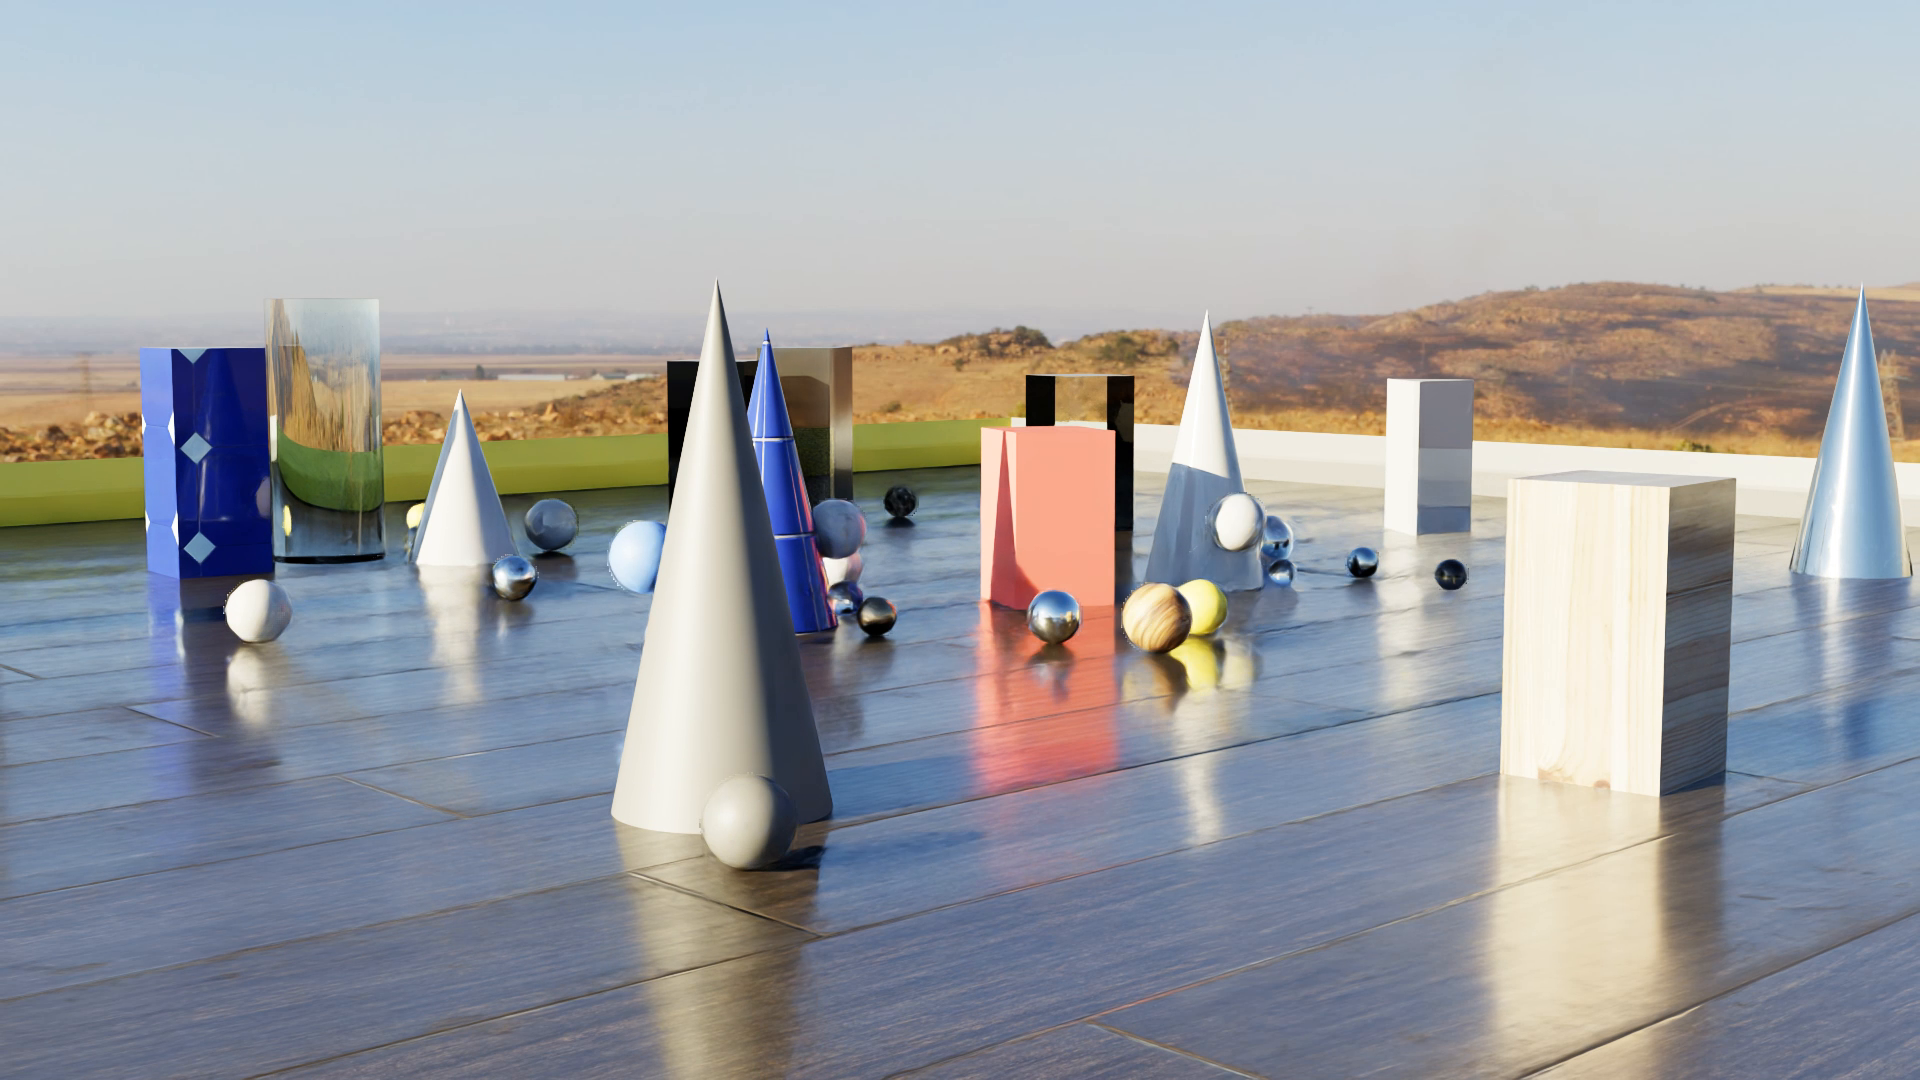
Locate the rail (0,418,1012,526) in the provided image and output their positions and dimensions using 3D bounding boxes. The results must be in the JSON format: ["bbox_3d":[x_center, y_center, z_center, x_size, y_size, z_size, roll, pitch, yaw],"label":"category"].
[{"bbox_3d":[-1.505,-0.136,4.954,4.555,0.129,0.045,-5,8,-42],"label":"rail"}]

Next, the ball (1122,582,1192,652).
[{"bbox_3d":[0.258,0.102,2.870,0.091,0.091,0.091,0,6,0],"label":"ball"}]

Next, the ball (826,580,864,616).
[{"bbox_3d":[-0.159,0.080,3.035,0.050,0.050,0.050,0,6,0],"label":"ball"}]

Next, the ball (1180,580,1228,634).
[{"bbox_3d":[0.330,0.093,3.028,0.076,0.076,0.076,0,6,0],"label":"ball"}]

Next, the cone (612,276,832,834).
[{"bbox_3d":[-0.213,0.004,1.951,0.198,0.475,0.198,0,6,0],"label":"cone"}]

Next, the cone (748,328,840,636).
[{"bbox_3d":[-0.270,-0.088,3.093,0.198,0.423,0.198,0,6,0],"label":"cone"}]

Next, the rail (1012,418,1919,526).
[{"bbox_3d":[1.656,-0.125,4.852,0.045,0.129,4.487,-5,8,-42],"label":"rail"}]

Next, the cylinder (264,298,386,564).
[{"bbox_3d":[-1.139,-0.199,3.947,0.198,0.465,0.198,0,6,0],"label":"cylinder"}]

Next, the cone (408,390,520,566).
[{"bbox_3d":[-0.893,-0.119,3.944,0.198,0.307,0.198,0,6,0],"label":"cone"}]

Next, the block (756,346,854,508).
[{"bbox_3d":[-0.327,-0.224,4.658,0.159,0.368,0.159,2,6,14],"label":"block"}]

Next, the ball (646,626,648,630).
[{"bbox_3d":[-0.369,0.121,2.808,0.065,0.065,0.065,0,6,0],"label":"ball"}]

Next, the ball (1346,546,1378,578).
[{"bbox_3d":[0.672,0.038,3.672,0.052,0.052,0.052,0,6,0],"label":"ball"}]

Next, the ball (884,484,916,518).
[{"bbox_3d":[-0.129,-0.084,4.750,0.071,0.071,0.071,0,6,0],"label":"ball"}]

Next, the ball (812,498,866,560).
[{"bbox_3d":[-0.179,-0.016,3.169,0.087,0.087,0.087,0,6,0],"label":"ball"}]

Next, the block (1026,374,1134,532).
[{"bbox_3d":[0.243,-0.178,4.476,0.159,0.314,0.159,-4,7,-31],"label":"block"}]

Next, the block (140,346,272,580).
[{"bbox_3d":[-1.286,-0.136,3.751,0.159,0.382,0.159,-5,8,-38],"label":"block"}]

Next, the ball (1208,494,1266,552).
[{"bbox_3d":[0.438,-0.027,3.474,0.093,0.093,0.093,0,6,0],"label":"ball"}]

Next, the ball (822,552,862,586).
[{"bbox_3d":[-0.193,0.042,3.408,0.083,0.083,0.083,0,6,0],"label":"ball"}]

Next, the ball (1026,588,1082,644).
[{"bbox_3d":[0.126,0.102,2.950,0.073,0.073,0.073,0,6,0],"label":"ball"}]

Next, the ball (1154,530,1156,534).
[{"bbox_3d":[0.390,-0.006,3.932,0.086,0.086,0.086,0,6,0],"label":"ball"}]

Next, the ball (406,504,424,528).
[{"bbox_3d":[-1.079,-0.043,4.411,0.059,0.059,0.059,0,6,0],"label":"ball"}]

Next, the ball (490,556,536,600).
[{"bbox_3d":[-0.688,0.059,3.385,0.070,0.070,0.070,0,6,0],"label":"ball"}]

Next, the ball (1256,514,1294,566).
[{"bbox_3d":[0.537,0.002,3.834,0.091,0.091,0.091,0,6,0],"label":"ball"}]

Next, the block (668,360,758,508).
[{"bbox_3d":[-0.490,-0.191,4.452,0.159,0.345,0.159,1,6,10],"label":"block"}]

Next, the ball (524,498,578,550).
[{"bbox_3d":[-0.761,-0.029,4.092,0.097,0.097,0.097,0,6,0],"label":"ball"}]

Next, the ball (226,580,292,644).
[{"bbox_3d":[-0.941,0.096,2.953,0.085,0.085,0.085,0,6,0],"label":"ball"}]

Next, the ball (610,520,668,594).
[{"bbox_3d":[-0.400,0.022,2.802,0.093,0.093,0.093,0,6,0],"label":"ball"}]

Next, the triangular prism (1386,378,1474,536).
[{"bbox_3d":[0.925,-0.173,4.467,0.172,0.305,0.149,-5,7,-37],"label":"triangular prism"}]

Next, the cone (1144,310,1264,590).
[{"bbox_3d":[0.400,-0.151,3.579,0.198,0.447,0.198,0,6,0],"label":"cone"}]

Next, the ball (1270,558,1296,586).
[{"bbox_3d":[0.516,0.052,3.518,0.042,0.042,0.042,0,6,0],"label":"ball"}]

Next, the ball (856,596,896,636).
[{"bbox_3d":[-0.115,0.104,3.020,0.055,0.055,0.055,0,6,0],"label":"ball"}]

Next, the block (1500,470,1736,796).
[{"bbox_3d":[0.634,0.083,2.118,0.159,0.285,0.159,5,8,40],"label":"block"}]

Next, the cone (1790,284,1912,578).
[{"bbox_3d":[1.525,-0.192,3.740,0.198,0.494,0.198,0,6,0],"label":"cone"}]

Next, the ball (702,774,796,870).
[{"bbox_3d":[-0.168,0.225,1.758,0.076,0.076,0.076,0,6,0],"label":"ball"}]

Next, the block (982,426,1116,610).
[{"bbox_3d":[0.134,-0.038,3.378,0.159,0.264,0.159,-2,6,-18],"label":"block"}]

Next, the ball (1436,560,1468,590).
[{"bbox_3d":[0.784,0.056,3.510,0.050,0.050,0.050,0,6,0],"label":"ball"}]

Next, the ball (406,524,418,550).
[{"bbox_3d":[-0.989,-0.002,4.041,0.055,0.055,0.055,0,6,0],"label":"ball"}]
